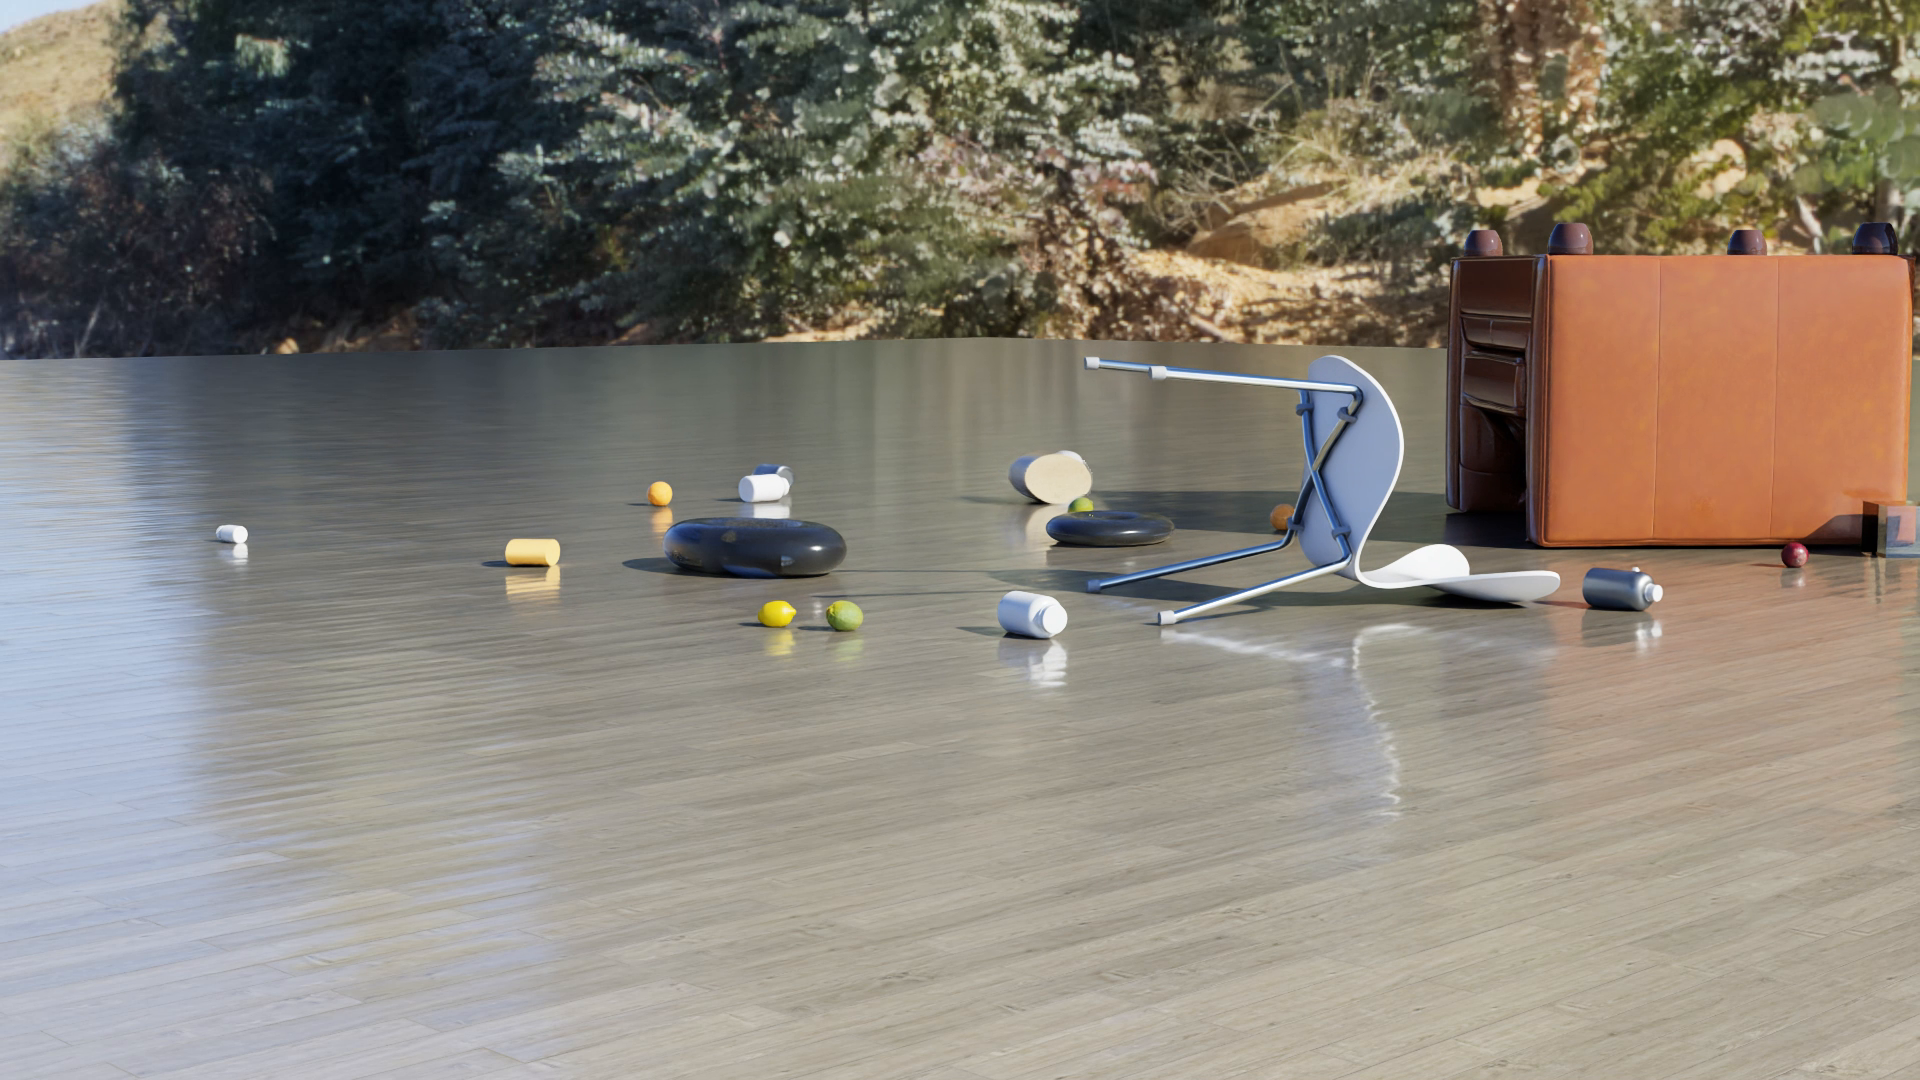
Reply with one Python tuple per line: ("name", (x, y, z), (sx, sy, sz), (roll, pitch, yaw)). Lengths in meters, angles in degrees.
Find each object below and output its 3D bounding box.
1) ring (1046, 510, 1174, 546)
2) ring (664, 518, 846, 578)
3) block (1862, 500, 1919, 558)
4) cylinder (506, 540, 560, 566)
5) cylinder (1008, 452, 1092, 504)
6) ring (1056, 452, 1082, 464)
("ring", (0.374, -0.030, 6.384), (0.314, 0.066, 0.389), (3, 6, 21))
("ring", (-0.463, 0.014, 5.752), (0.506, 0.109, 0.324), (5, 7, 44))
("block", (2.223, -0.025, 6.063), (0.128, 0.122, 0.141), (0, 6, -3))
("cylinder", (-0.974, 0.029, 5.851), (0.092, 0.058, 0.130), (1, 3, 5))
("cylinder", (0.261, -0.181, 7.463), (0.205, 0.143, 0.144), (7, 3, -18))
("ring", (0.335, -0.237, 8.274), (0.078, 0.094, 0.150), (12, 25, 28))
